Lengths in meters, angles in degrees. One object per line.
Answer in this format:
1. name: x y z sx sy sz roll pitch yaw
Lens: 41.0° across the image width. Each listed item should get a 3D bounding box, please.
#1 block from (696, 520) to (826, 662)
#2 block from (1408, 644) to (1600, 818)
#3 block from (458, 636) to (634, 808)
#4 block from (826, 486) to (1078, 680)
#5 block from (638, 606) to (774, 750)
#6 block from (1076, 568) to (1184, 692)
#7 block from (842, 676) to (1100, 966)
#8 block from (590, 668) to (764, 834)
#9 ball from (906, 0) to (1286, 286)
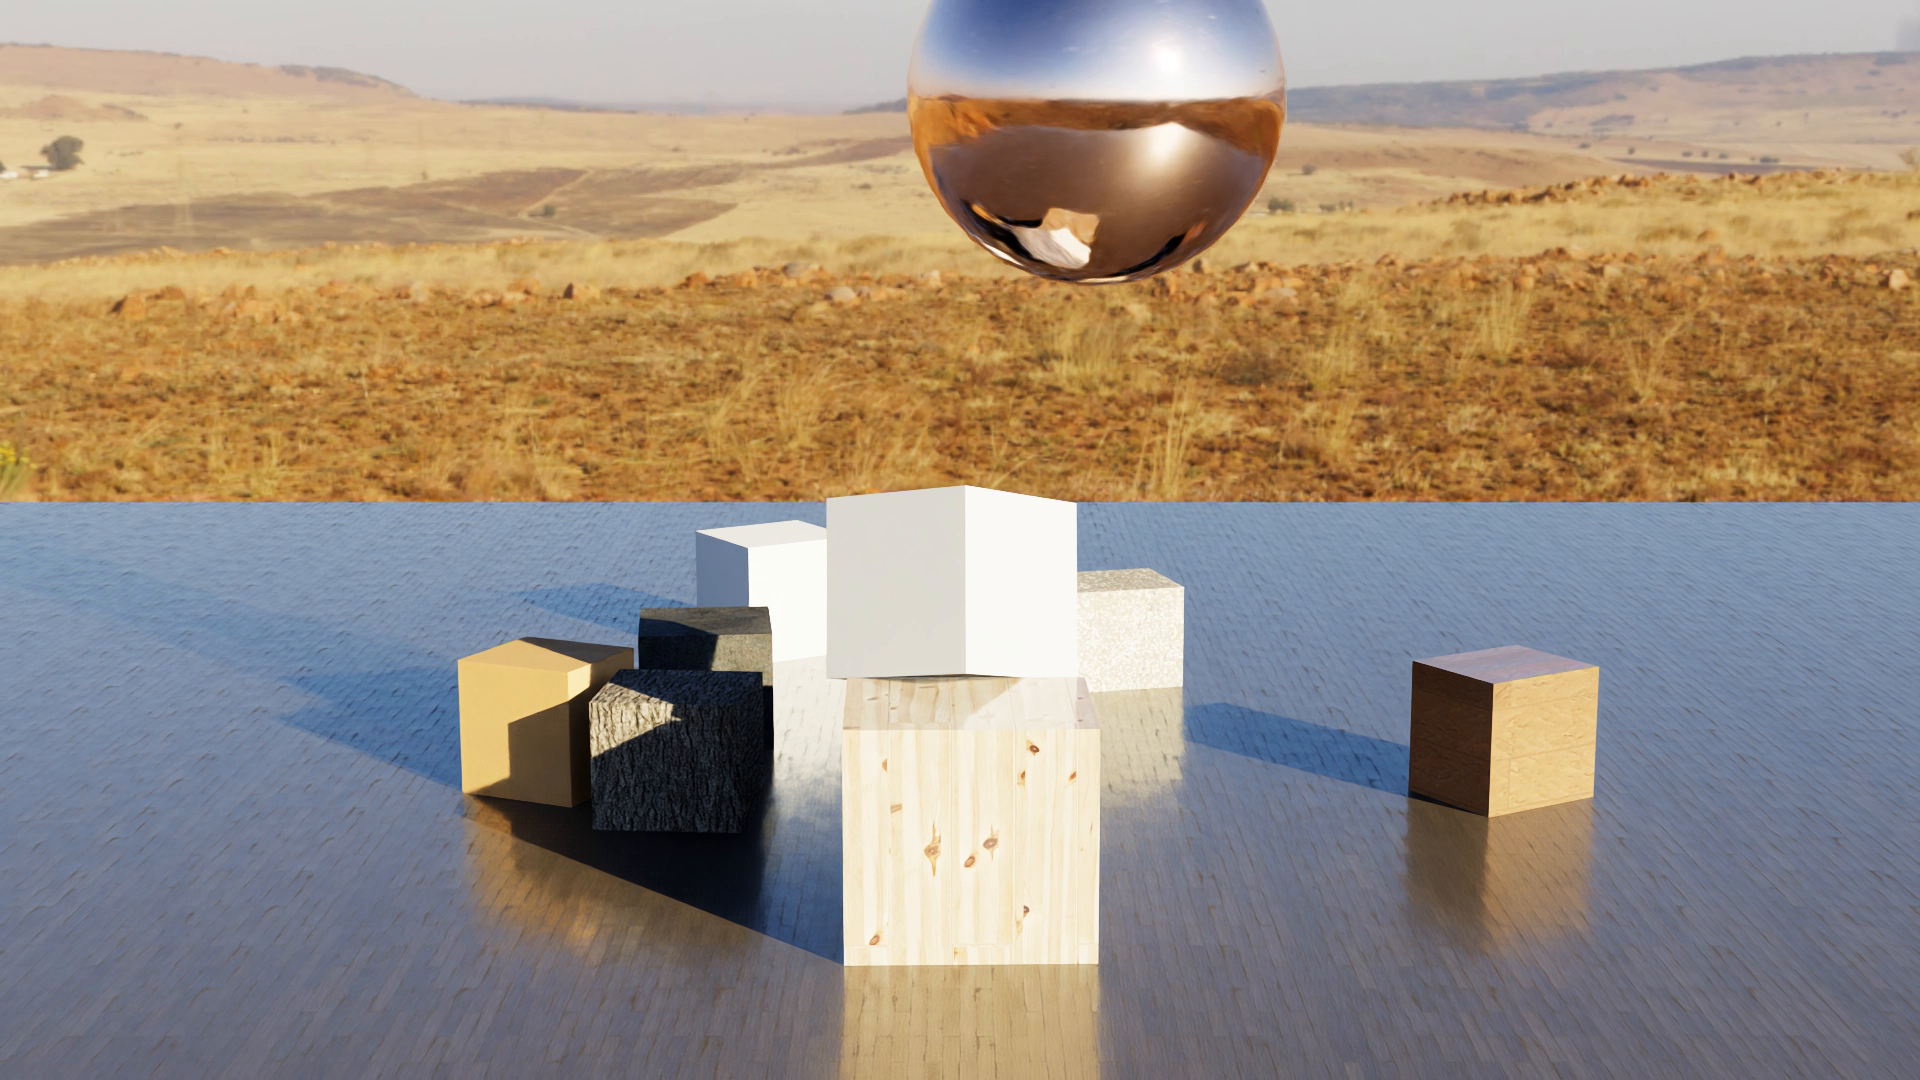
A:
1. block: -1.146 0.314 15.835 0.718 0.717 0.692 -7 12 -32
2. block: 2.671 0.928 12.625 0.688 0.657 0.573 -6 12 -31
3. block: -2.048 0.894 12.770 0.638 0.671 0.593 5 11 24
4. block: -0.031 0.218 11.191 0.748 0.783 0.825 -4 -7 36
5. block: -1.363 0.738 13.769 0.698 0.621 0.719 -1 10 -6
6. block: 0.886 0.524 15.045 0.678 0.586 0.600 -3 11 -15
7. block: 0.035 1.141 10.593 1.014 0.965 0.887 0 10 -1
8. block: -1.348 1.004 12.322 0.710 0.616 0.686 1 10 4
9. ball: 0.573 -1.875 10.839 1.600 1.600 1.600 0 10 0
